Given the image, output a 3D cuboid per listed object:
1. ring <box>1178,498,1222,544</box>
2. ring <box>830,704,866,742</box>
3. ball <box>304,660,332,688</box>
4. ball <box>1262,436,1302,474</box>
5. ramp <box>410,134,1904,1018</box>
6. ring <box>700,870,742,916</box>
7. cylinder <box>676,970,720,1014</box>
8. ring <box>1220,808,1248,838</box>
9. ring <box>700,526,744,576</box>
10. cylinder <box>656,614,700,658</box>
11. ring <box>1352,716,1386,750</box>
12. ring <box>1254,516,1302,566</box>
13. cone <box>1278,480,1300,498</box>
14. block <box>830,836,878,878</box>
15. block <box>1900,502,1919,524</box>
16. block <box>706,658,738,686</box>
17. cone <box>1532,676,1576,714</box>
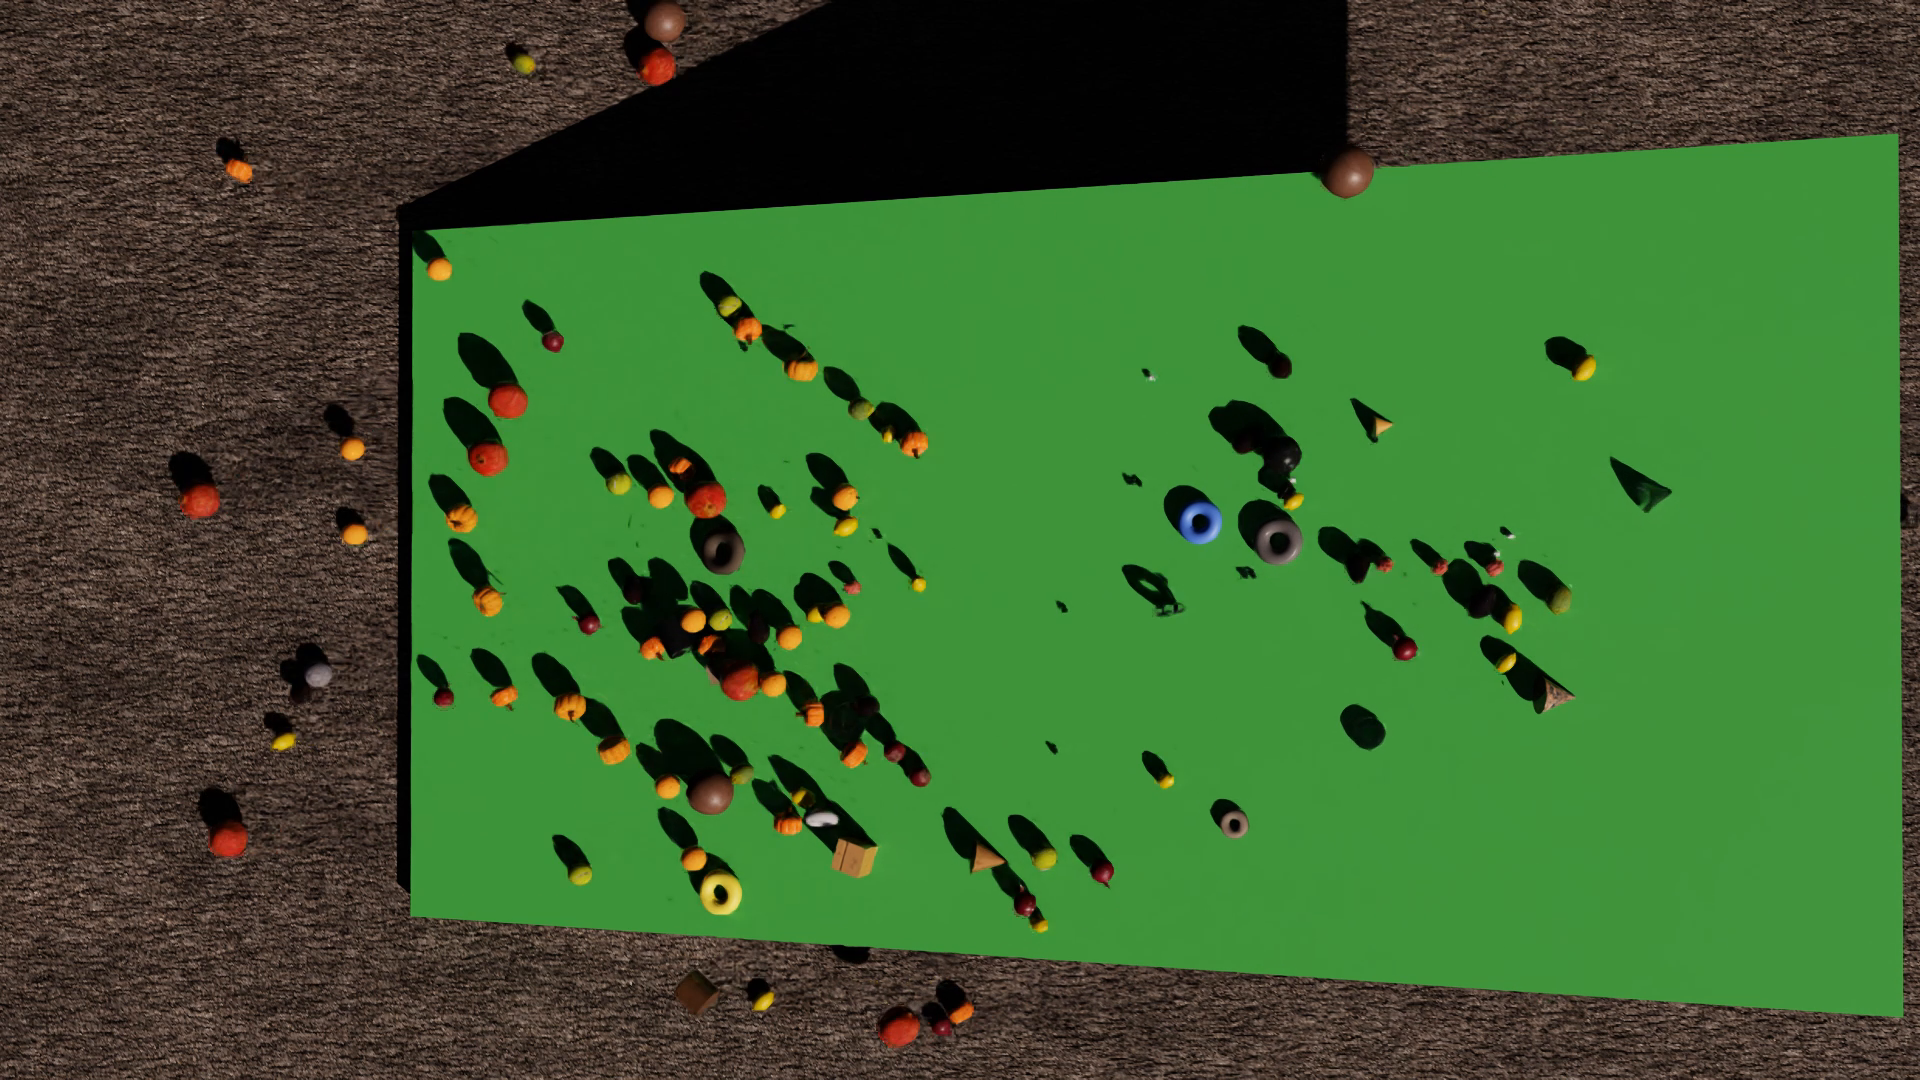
[{"bbox_3d":[0.605,-0.046,5.547,0.116,0.039,0.116,-1,88,22],"label":"ring"},{"bbox_3d":[-0.301,0.490,5.893,0.105,0.035,0.105,-1,86,18],"label":"ring"},{"bbox_3d":[-1.888,0.393,6.469,0.081,0.081,0.081,0,89,0],"label":"ball"},{"bbox_3d":[0.797,-0.212,5.444,0.096,0.096,0.096,0,89,0],"label":"ball"},{"bbox_3d":[0.282,0.088,5.745,4.000,0.100,2.000,0,89,21],"label":"ramp"},{"bbox_3d":[-0.656,0.965,6.021,0.127,0.042,0.127,0,90,21],"label":"ring"},{"bbox_3d":[-0.729,1.257,6.115,0.088,0.088,0.088,41,89,15],"label":"cylinder"},{"bbox_3d":[0.687,0.711,5.513,0.075,0.025,0.075,-1,88,22],"label":"ring"},{"bbox_3d":[-0.651,0.030,6.029,0.135,0.045,0.135,-1,89,25],"label":"ring"},{"bbox_3d":[-0.777,0.265,6.048,0.091,0.091,0.091,-27,81,0],"label":"cylinder"},{"bbox_3d":[1.001,0.473,5.393,0.083,0.028,0.083,0,90,21],"label":"ring"},{"bbox_3d":[0.791,0.001,5.473,0.126,0.042,0.126,0,90,21],"label":"ring"},{"bbox_3d":[0.827,-0.115,5.470,0.053,0.053,0.053,28,89,-8],"label":"cone"},{"bbox_3d":[-0.281,0.843,5.855,0.082,0.082,0.082,17,96,20],"label":"block"},{"bbox_3d":[2.788,-0.077,6.480,0.058,0.058,0.058,5,89,16],"label":"block"},{"bbox_3d":[-0.652,0.362,6.019,0.057,0.057,0.057,-19,83,20],"label":"block"},{"bbox_3d":[1.422,0.371,5.224,0.092,0.092,0.092,4,89,-5],"label":"cone"}]
